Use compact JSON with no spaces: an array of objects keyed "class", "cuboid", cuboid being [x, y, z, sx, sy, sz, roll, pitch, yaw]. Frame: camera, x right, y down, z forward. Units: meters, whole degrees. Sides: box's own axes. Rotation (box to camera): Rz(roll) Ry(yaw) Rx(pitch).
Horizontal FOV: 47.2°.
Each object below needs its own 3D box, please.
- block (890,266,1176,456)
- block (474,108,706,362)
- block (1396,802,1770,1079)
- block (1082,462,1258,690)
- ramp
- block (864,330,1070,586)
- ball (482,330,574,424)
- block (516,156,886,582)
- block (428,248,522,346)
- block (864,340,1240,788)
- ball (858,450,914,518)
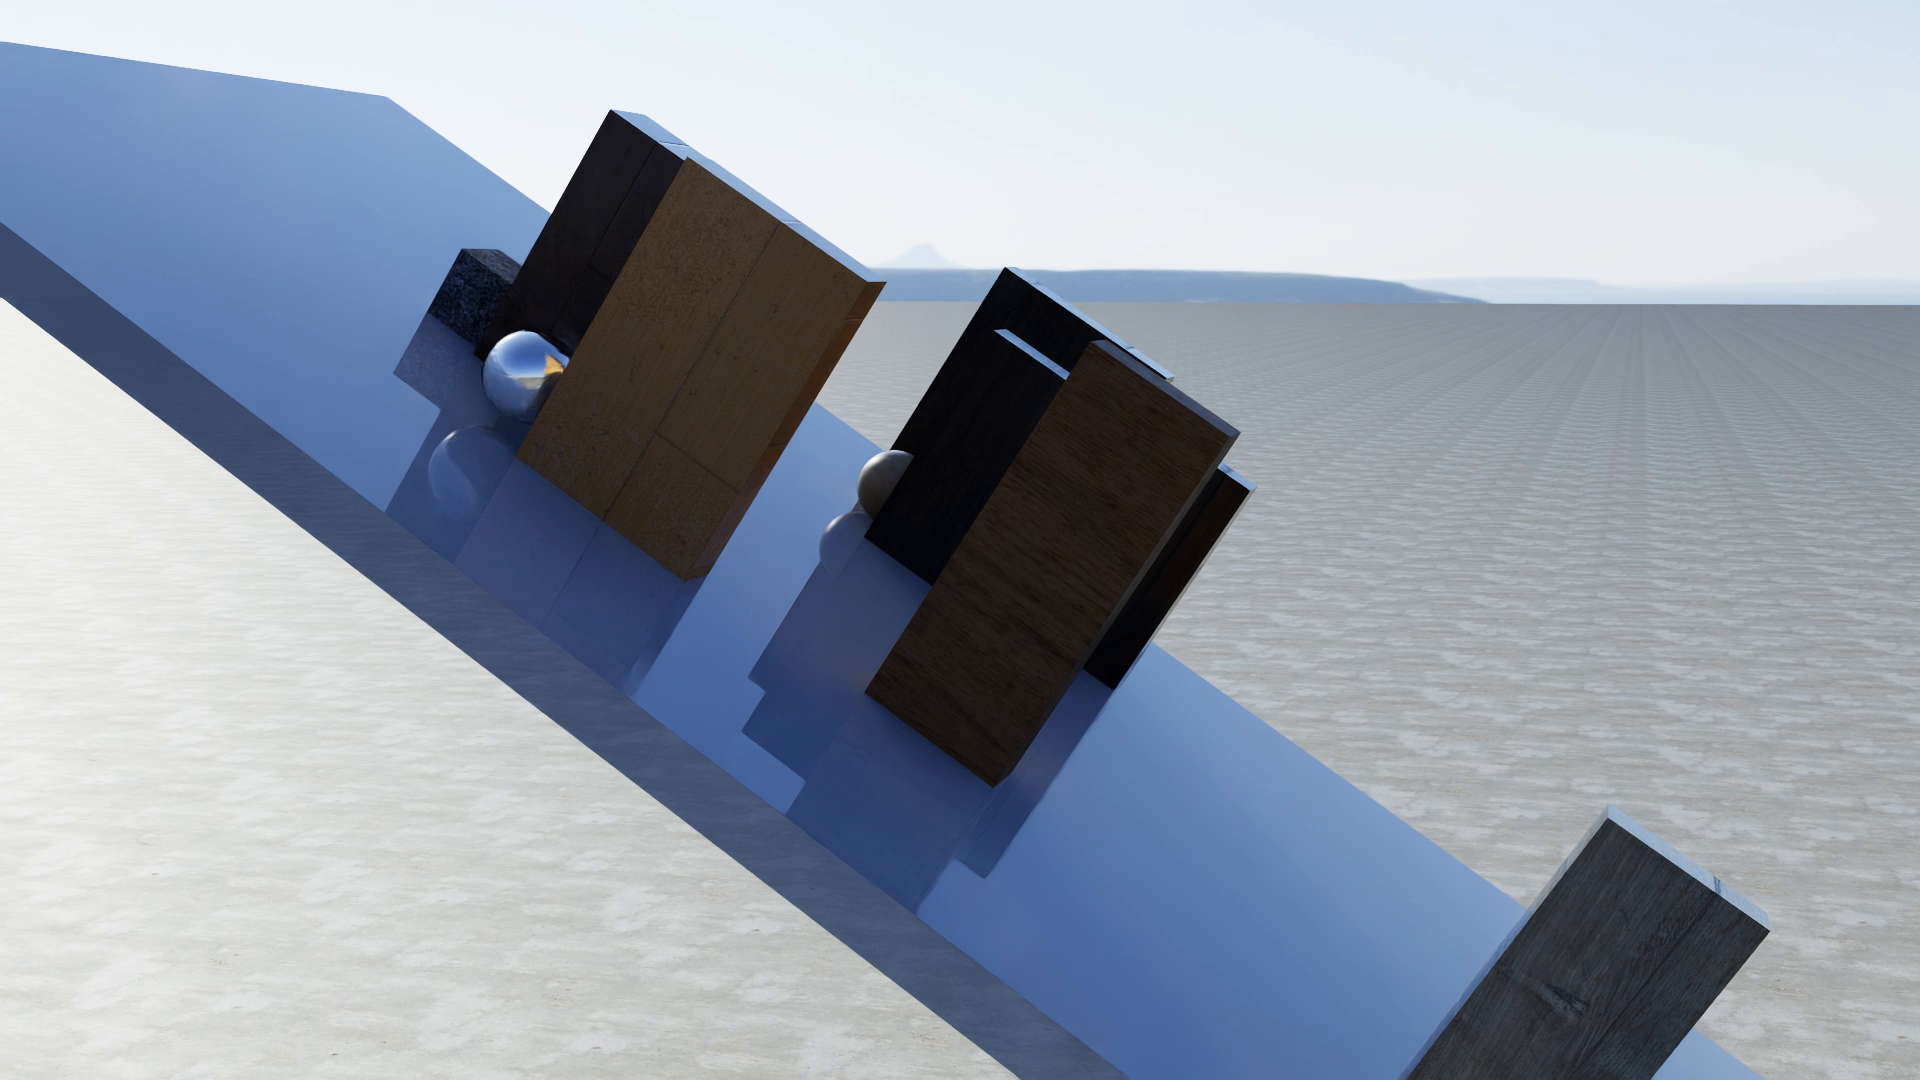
[{"class":"block","cuboid":[0.135,-0.245,4.794,0.427,0.554,0.092,36,15,10]},{"class":"block","cuboid":[-0.627,-0.484,4.055,0.293,0.528,0.145,36,15,10]},{"class":"block","cuboid":[0.770,0.691,2.936,0.242,0.664,0.084,36,15,10]},{"class":"block","cuboid":[0.305,-0.010,4.504,0.384,0.501,0.087,36,15,10]},{"class":"ramp","cuboid":[-0.126,0.212,4.099,4.000,0.100,2.000,36,15,10]},{"class":"block","cuboid":[0.105,-0.103,4.394,0.389,0.500,0.089,36,15,10]},{"class":"ball","cuboid":[-0.744,-0.283,3.818,0.165,0.165,0.165,0,7,0]},{"class":"block","cuboid":[-0.438,-0.284,3.680,0.371,0.596,0.098,36,15,10]},{"class":"block","cuboid":[-0.891,-0.455,4.180,0.141,0.141,0.141,36,15,10]},{"class":"block","cuboid":[0.147,0.041,3.632,0.271,0.707,0.106,36,15,10]},{"class":"ball","cuboid":[-0.136,-0.109,4.588,0.157,0.157,0.157,0,7,0]}]
